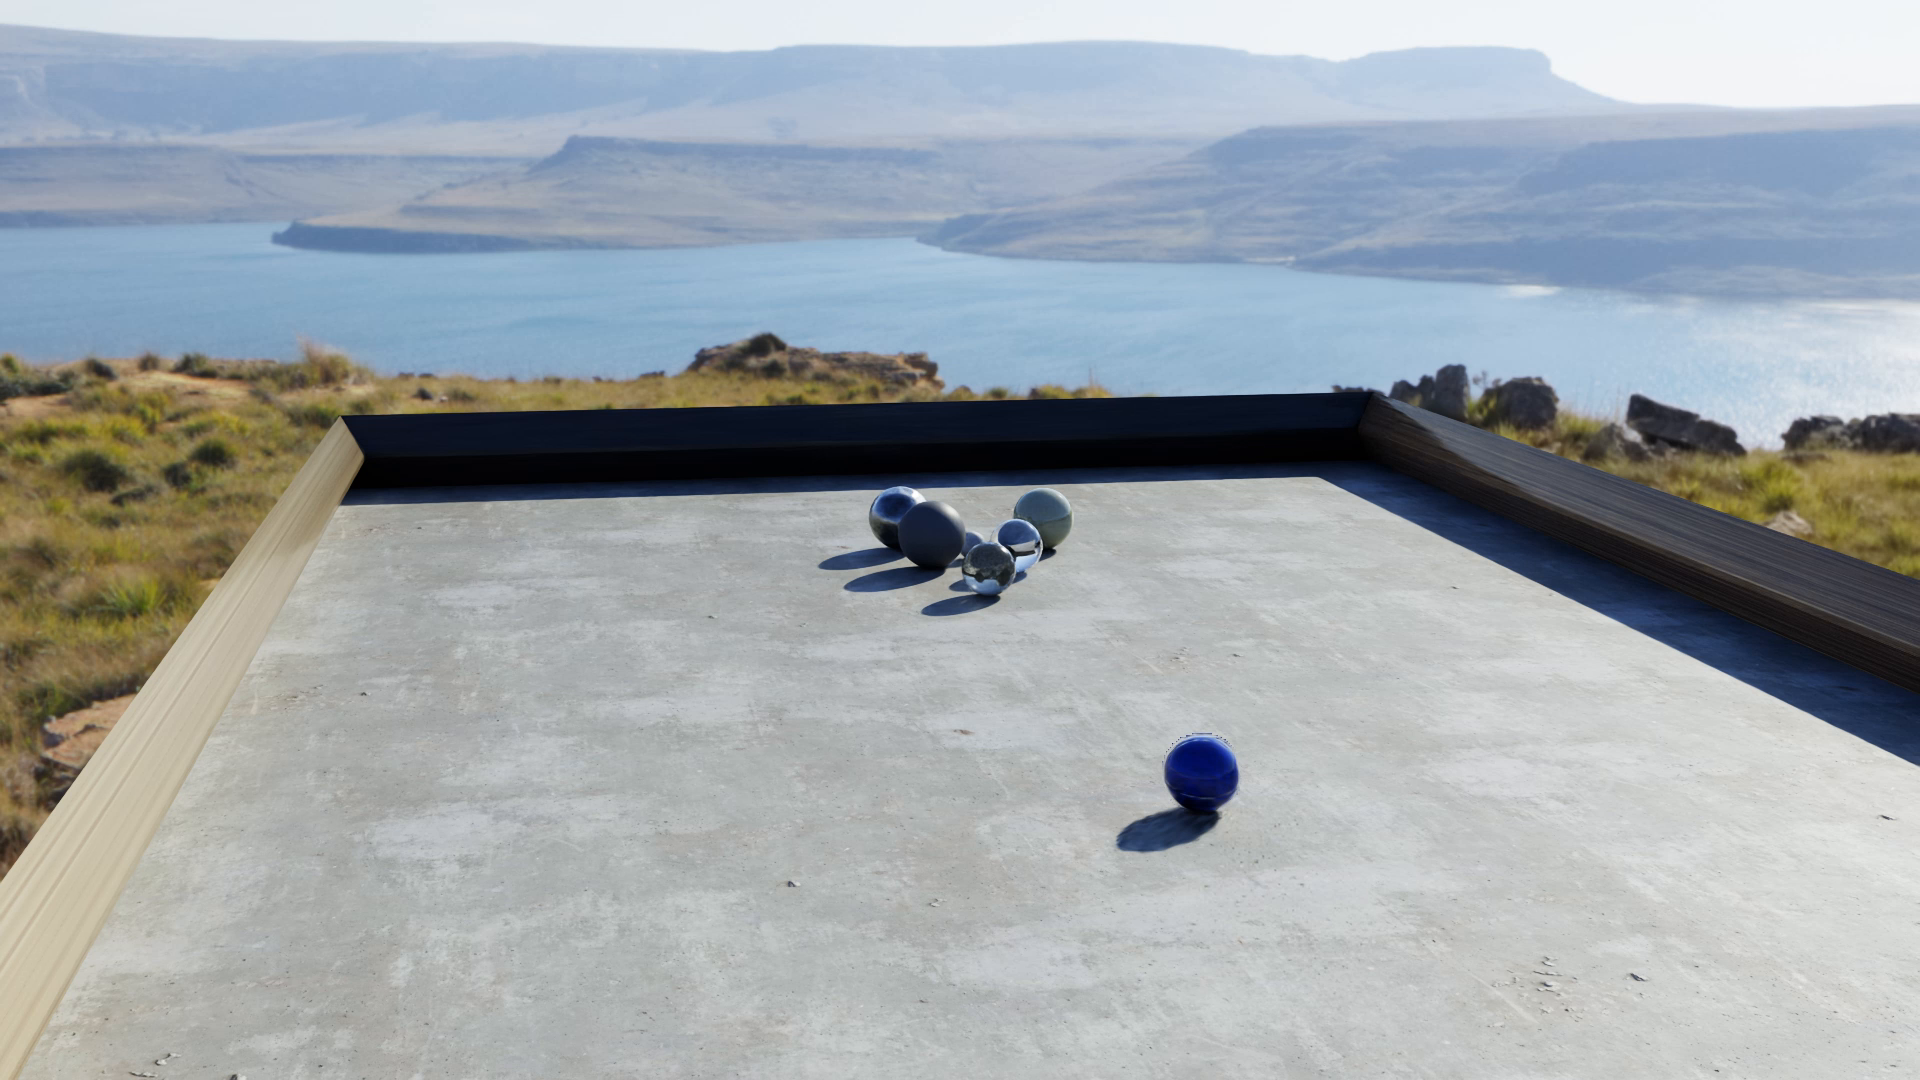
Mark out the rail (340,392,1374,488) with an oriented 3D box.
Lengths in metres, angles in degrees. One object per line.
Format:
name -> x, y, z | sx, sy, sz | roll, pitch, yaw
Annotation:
rail -> -0.142, -0.176, 3.872 | 1.842, 0.124, 0.045 | -2, 11, -10

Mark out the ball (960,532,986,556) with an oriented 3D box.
ball -> 0.017, 0.007, 3.156 | 0.040, 0.040, 0.040 | 0, 11, 0

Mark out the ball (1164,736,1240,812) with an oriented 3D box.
ball -> 0.222, 0.214, 2.016 | 0.070, 0.070, 0.070 | 0, 11, 0

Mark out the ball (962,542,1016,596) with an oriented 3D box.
ball -> 0.038, 0.038, 2.913 | 0.072, 0.072, 0.072 | 0, 11, 0

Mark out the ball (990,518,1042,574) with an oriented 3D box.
ball -> 0.078, 0.008, 3.059 | 0.076, 0.076, 0.076 | 0, 11, 0

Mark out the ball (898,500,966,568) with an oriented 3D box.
ball -> -0.040, -0.008, 3.089 | 0.096, 0.096, 0.096 | 0, 11, 0

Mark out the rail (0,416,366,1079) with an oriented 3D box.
rail -> -0.737, 0.163, 2.134 | 0.045, 0.124, 3.325 | -2, 11, -10

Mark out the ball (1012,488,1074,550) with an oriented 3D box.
ball -> 0.122, -0.031, 3.225 | 0.090, 0.090, 0.090 | 0, 11, 0

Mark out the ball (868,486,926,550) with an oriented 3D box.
ball -> -0.088, -0.032, 3.225 | 0.092, 0.092, 0.092 | 0, 11, 0

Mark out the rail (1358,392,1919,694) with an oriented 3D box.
rail -> 1.029, 0.103, 2.443 | 0.045, 0.124, 3.325 | -2, 11, -10
